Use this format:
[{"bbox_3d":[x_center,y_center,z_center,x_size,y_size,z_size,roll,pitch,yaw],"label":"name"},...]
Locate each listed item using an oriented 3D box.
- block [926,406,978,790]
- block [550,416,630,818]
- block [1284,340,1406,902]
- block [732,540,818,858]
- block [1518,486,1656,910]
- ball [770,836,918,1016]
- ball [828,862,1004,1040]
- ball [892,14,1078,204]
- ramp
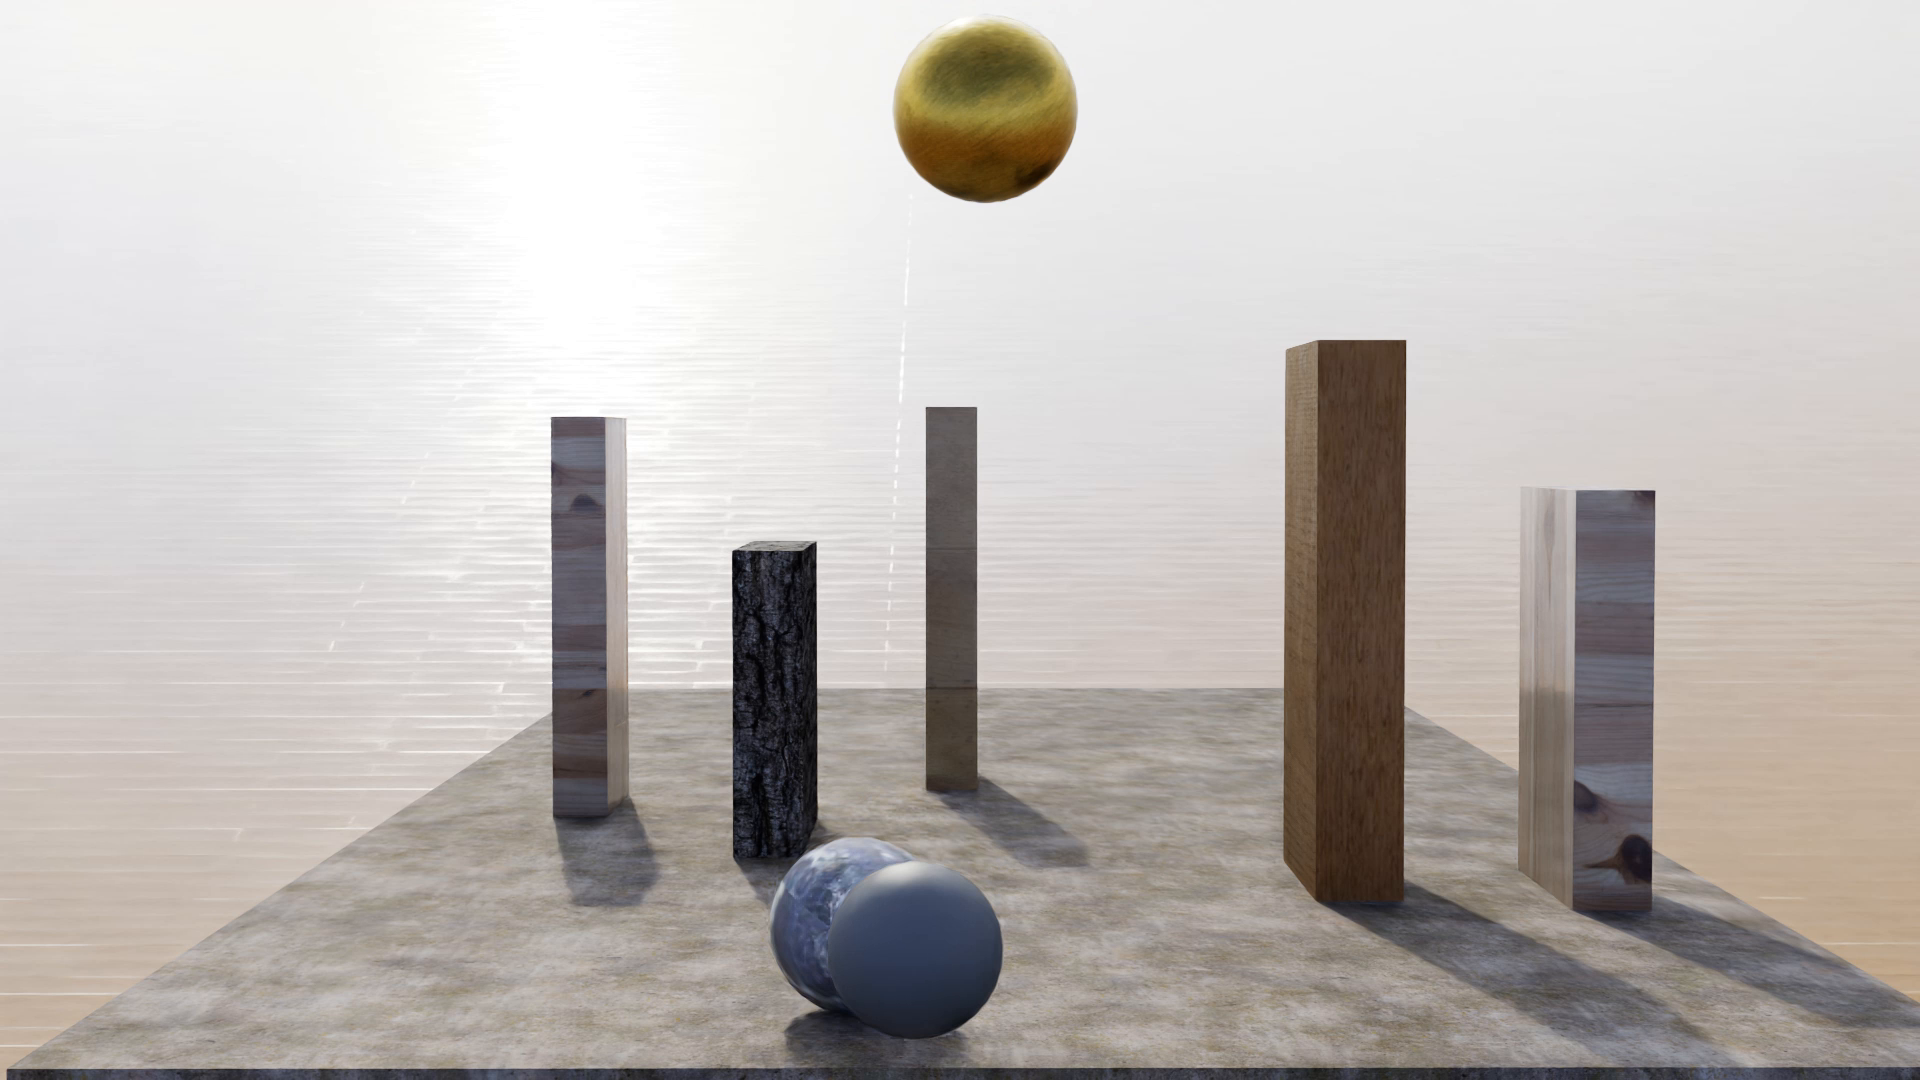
[{"bbox_3d":[-0.015,0.100,4.719,0.093,0.685,0.252,0,2,0],"label":"block"},{"bbox_3d":[-0.630,0.123,4.397,0.091,0.664,0.280,0,2,0],"label":"block"},{"bbox_3d":[0.539,0.103,3.636,0.119,0.756,0.343,0,2,0],"label":"block"},{"bbox_3d":[-0.287,0.238,4.046,0.104,0.459,0.409,0,2,0],"label":"block"},{"bbox_3d":[0.862,0.206,3.561,0.105,0.556,0.331,0,2,0],"label":"block"},{"bbox_3d":[-0.110,0.417,2.786,0.191,0.191,0.191,0,24,0],"label":"ball"},{"bbox_3d":[-0.043,0.392,2.461,0.168,0.168,0.168,0,24,0],"label":"ball"},{"bbox_3d":[0.028,-0.473,2.825,0.205,0.205,0.205,0,24,0],"label":"ball"},{"bbox_3d":[0.055,0.499,4.546,2.000,0.100,4.000,0,2,0],"label":"ramp"}]
